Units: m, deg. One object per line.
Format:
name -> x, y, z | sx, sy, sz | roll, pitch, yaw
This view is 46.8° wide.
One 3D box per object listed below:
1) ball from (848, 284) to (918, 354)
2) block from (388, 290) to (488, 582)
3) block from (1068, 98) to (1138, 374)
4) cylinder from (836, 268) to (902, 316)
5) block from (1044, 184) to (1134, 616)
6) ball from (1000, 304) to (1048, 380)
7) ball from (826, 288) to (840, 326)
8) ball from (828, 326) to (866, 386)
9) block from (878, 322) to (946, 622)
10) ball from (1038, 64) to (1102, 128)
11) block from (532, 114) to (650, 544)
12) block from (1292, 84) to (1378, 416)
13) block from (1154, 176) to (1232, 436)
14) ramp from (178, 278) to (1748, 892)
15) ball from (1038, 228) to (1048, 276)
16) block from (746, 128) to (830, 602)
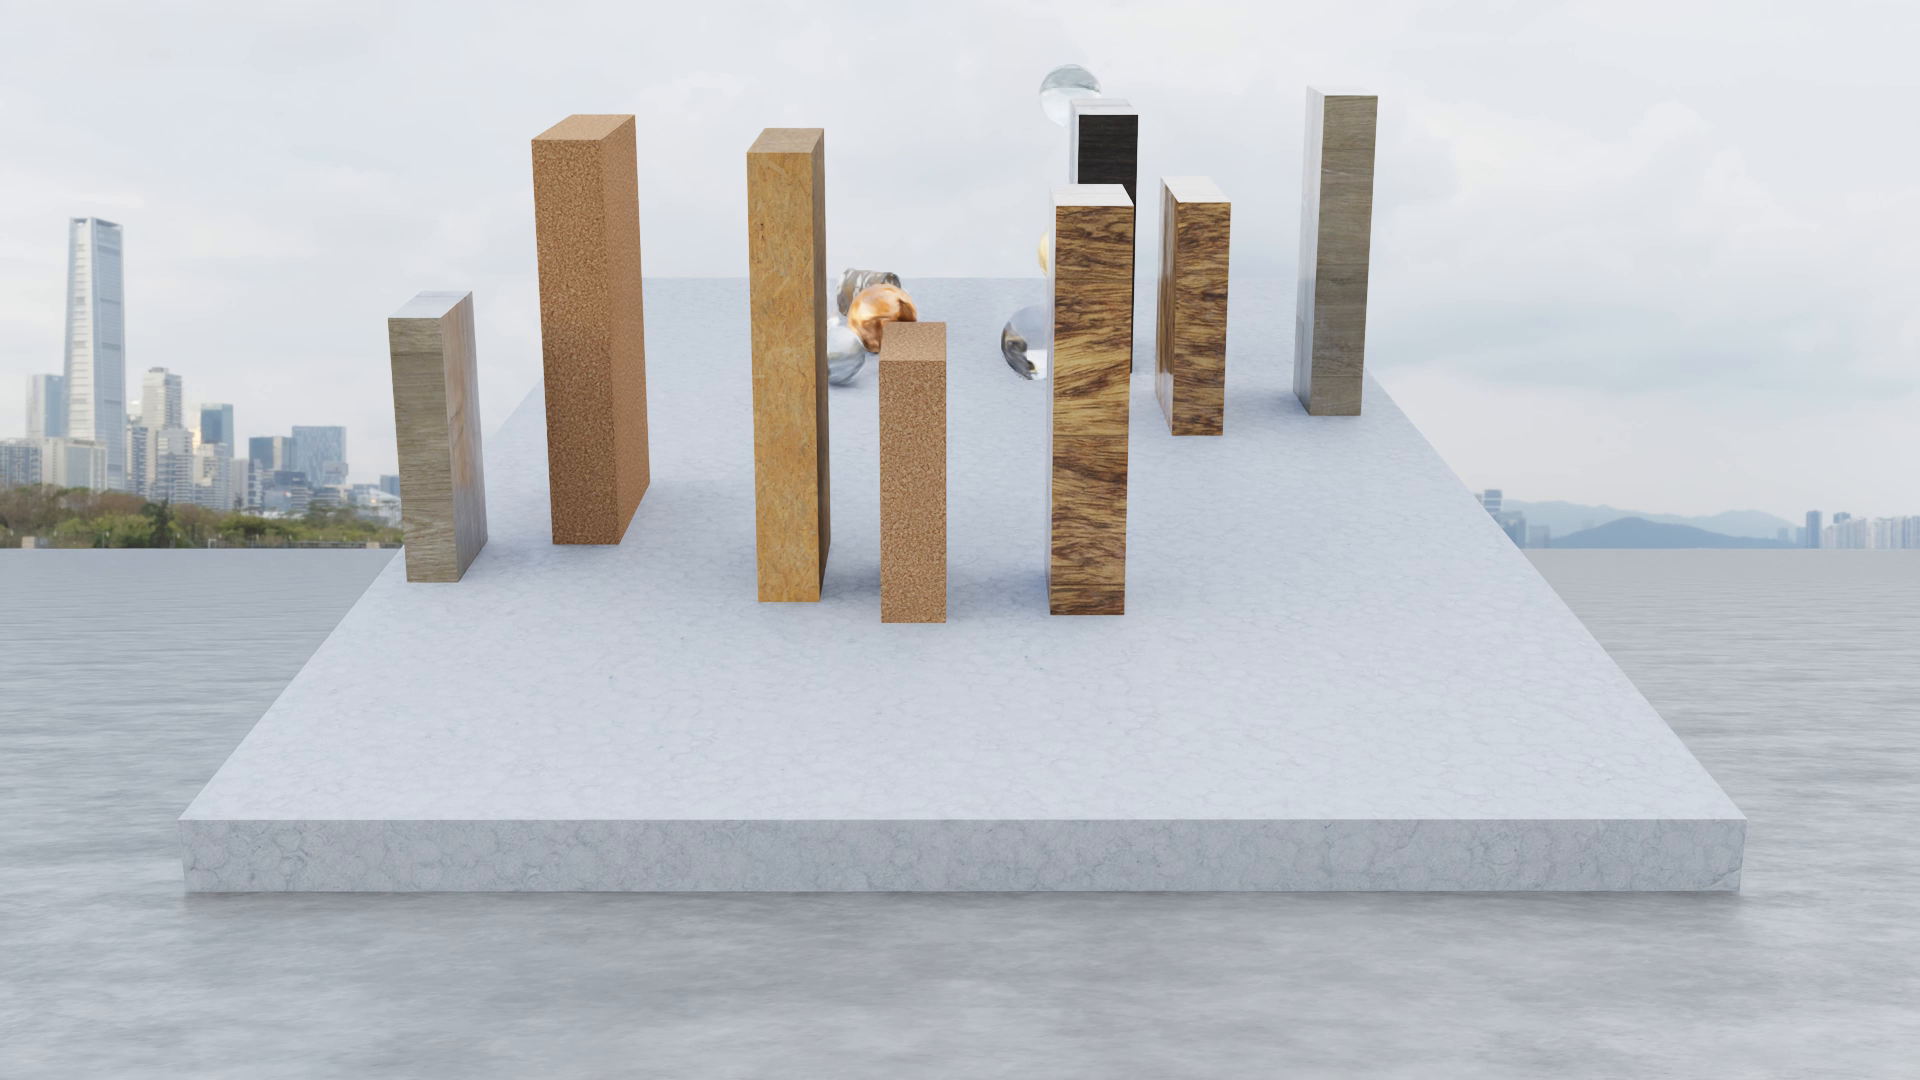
ball -> -0.194, -0.554, 5.564 | 0.177, 0.177, 0.177 | 0, 0, 0
block -> -0.897, -0.182, 3.826 | 0.087, 0.456, 0.251 | 0, 17, 0
block -> 0.347, -0.757, 5.471 | 0.140, 0.619, 0.399 | 0, 17, 0
cylinder -> -0.247, -0.666, 6.019 | 0.130, 0.130, 0.130 | 9, 4, 26
block -> 0.207, -0.232, 3.631 | 0.120, 0.666, 0.248 | 0, 17, 0
ball -> 0.188, -0.472, 5.281 | 0.181, 0.181, 0.181 | 0, 0, 0
ball -> -0.400, -0.561, 5.554 | 0.194, 0.194, 0.194 | 0, 0, 0
ball -> -0.293, -0.436, 5.229 | 0.140, 0.140, 0.140 | 0, 0, 0
block -> -0.075, -0.117, 3.657 | 0.104, 0.431, 0.312 | 0, 17, 0
ball -> 0.300, -1.206, 6.015 | 0.171, 0.171, 0.171 | 0, 0, 0
block -> -0.673, -0.398, 4.088 | 0.119, 0.721, 0.427 | 0, 17, 0
block -> 0.838, -0.651, 4.969 | 0.115, 0.705, 0.251 | 0, 17, 0
block -> 0.510, -0.527, 4.905 | 0.110, 0.502, 0.430 | 0, 17, 0
ramp -> -0.003, -0.168, 4.755 | 2.000, 0.100, 4.000 | 0, 17, 0
ball -> 0.292, -0.750, 5.777 | 0.182, 0.182, 0.182 | 0, 0, 0
block -> -0.284, -0.303, 3.738 | 0.102, 0.739, 0.360 | 0, 17, 0
